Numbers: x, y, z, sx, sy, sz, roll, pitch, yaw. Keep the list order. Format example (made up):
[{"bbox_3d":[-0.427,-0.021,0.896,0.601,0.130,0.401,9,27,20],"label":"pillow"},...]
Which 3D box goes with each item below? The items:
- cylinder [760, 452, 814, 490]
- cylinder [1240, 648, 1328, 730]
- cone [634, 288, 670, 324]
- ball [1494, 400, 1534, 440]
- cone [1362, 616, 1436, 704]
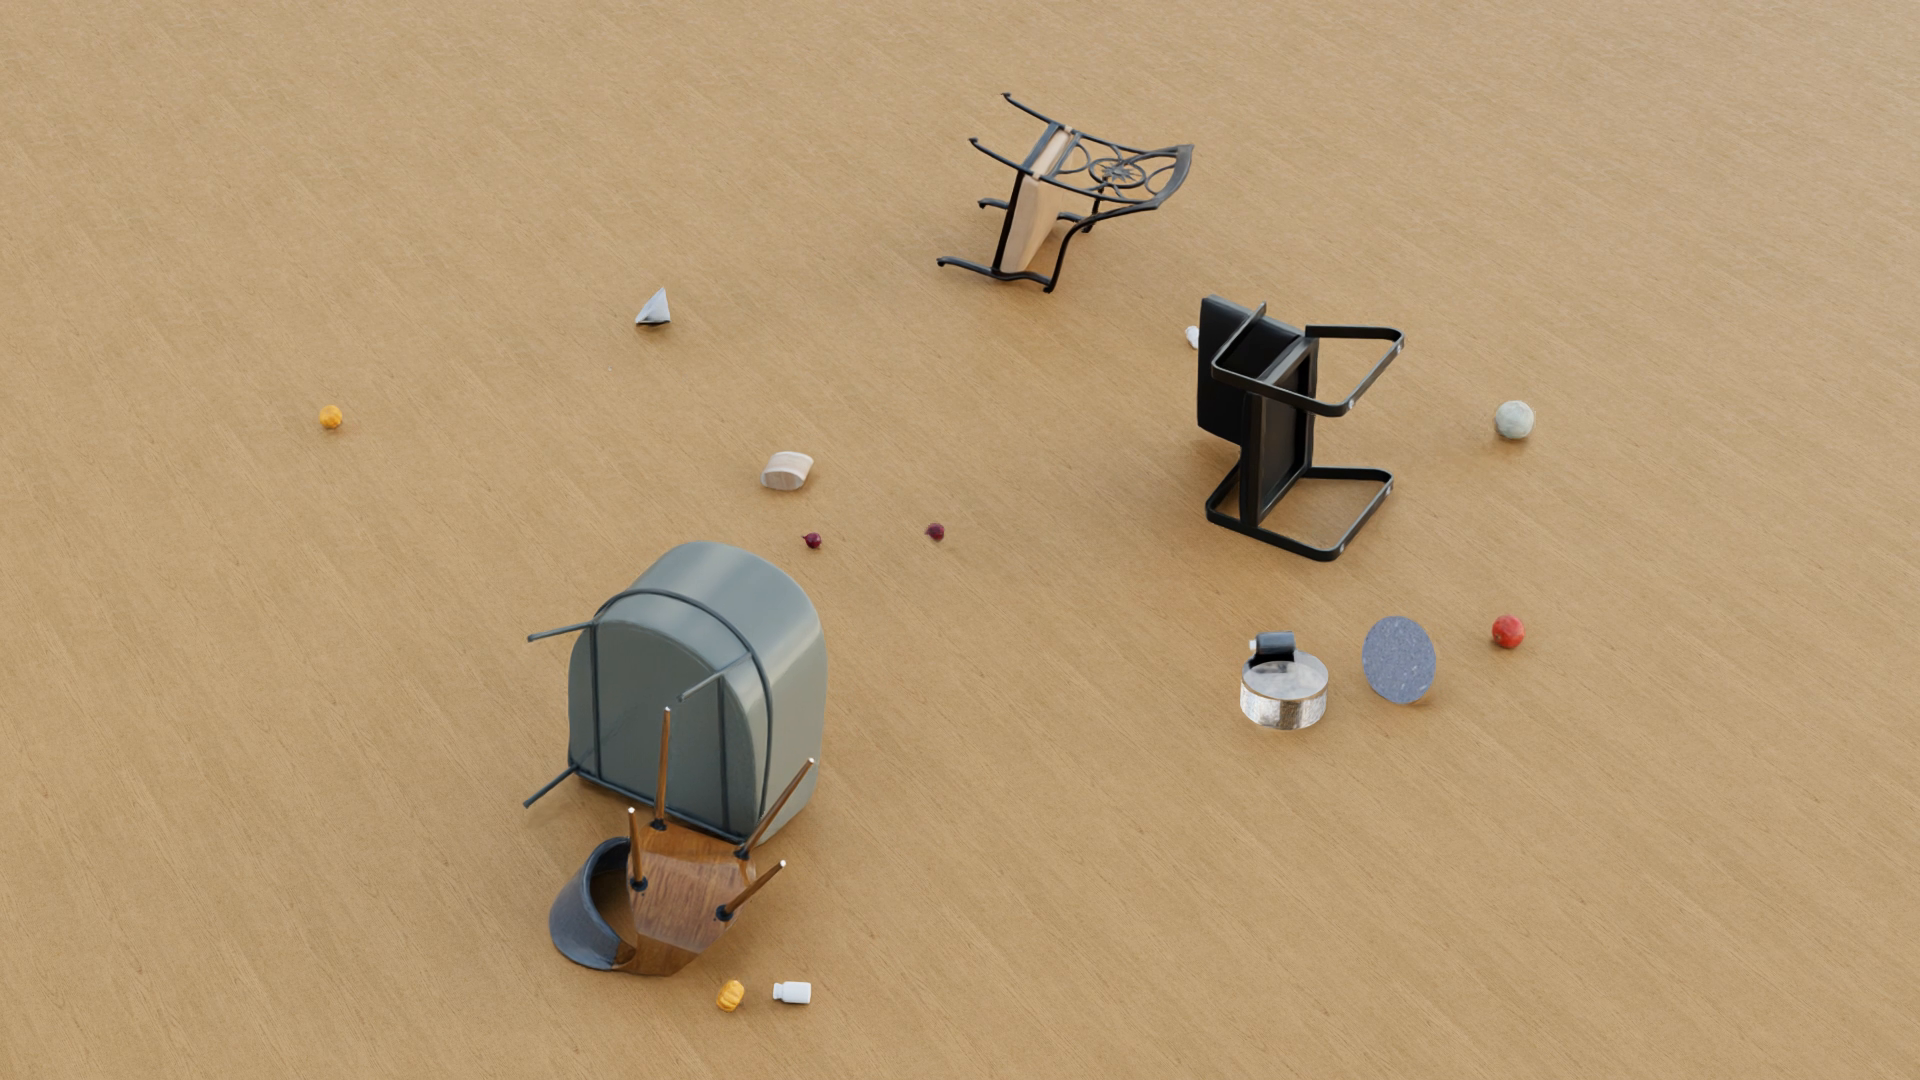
[{"bbox_3d":[-0.666,-0.267,11.273,0.176,0.083,0.151,3,33,14],"label":"cylinder"},{"bbox_3d":[1.112,0.510,10.054,0.295,0.129,0.300,10,35,14],"label":"cylinder"},{"bbox_3d":[-1.259,-0.949,12.316,0.193,0.117,0.208,-54,16,-10],"label":"cone"},{"bbox_3d":[2.178,-0.473,11.524,0.153,0.153,0.153,0,33,0],"label":"ball"},{"bbox_3d":[1.574,0.426,10.190,0.219,0.273,0.314,12,46,-54],"label":"cone"}]
